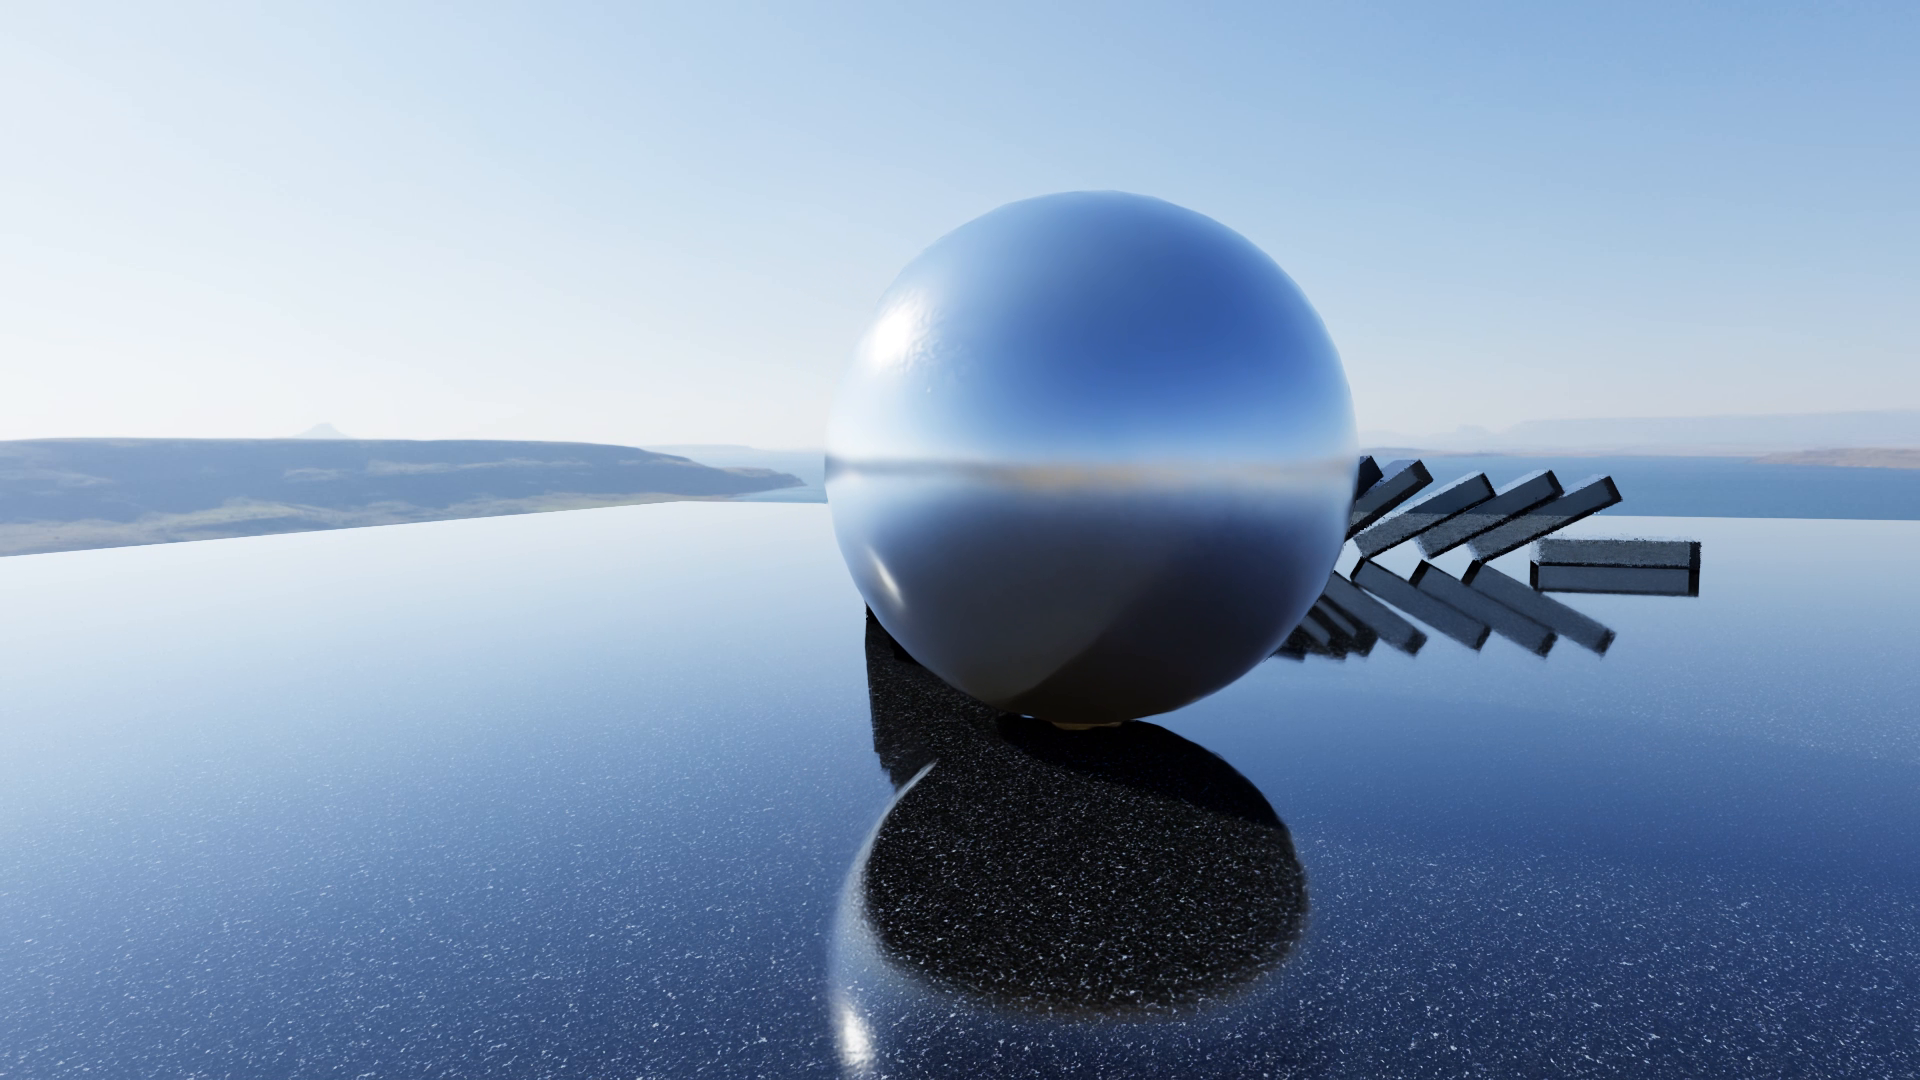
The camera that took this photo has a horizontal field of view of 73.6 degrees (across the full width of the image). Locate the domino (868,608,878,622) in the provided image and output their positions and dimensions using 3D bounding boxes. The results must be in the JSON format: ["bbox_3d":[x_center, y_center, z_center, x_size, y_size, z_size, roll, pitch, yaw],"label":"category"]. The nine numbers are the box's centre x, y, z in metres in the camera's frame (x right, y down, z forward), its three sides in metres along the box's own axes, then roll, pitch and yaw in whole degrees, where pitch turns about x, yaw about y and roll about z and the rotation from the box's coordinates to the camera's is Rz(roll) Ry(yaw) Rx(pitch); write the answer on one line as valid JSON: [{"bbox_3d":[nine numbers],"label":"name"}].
[{"bbox_3d":[-0.009,-0.003,0.318,0.025,0.050,0.009,1,-39,1],"label":"domino"}]

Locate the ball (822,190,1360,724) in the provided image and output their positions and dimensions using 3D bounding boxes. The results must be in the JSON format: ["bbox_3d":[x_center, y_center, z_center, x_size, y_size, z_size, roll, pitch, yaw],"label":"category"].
[{"bbox_3d":[0.019,-0.012,0.196,0.080,0.080,0.080,0,4,0],"label":"ball"}]

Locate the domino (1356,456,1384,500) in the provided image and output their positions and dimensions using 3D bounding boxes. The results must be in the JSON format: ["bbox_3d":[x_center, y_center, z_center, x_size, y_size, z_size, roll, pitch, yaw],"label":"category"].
[{"bbox_3d":[0.132,-0.013,0.481,0.050,0.010,0.025,-38,12,-16],"label":"domino"}]

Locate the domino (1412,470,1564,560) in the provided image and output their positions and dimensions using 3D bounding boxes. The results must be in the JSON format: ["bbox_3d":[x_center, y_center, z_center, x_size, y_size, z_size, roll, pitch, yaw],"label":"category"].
[{"bbox_3d":[0.190,-0.009,0.465,0.050,0.010,0.025,-29,-3,13],"label":"domino"}]

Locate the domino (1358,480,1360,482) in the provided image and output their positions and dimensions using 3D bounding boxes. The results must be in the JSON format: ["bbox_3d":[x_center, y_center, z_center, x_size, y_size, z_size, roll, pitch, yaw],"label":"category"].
[{"bbox_3d":[0.118,-0.011,0.463,0.050,0.010,0.025,-40,21,-21],"label":"domino"}]

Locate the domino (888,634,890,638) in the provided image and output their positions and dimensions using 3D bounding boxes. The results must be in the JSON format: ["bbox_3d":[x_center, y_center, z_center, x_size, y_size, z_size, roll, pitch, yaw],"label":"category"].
[{"bbox_3d":[-0.003,-0.001,0.292,0.025,0.050,0.010,0,-38,0],"label":"domino"}]

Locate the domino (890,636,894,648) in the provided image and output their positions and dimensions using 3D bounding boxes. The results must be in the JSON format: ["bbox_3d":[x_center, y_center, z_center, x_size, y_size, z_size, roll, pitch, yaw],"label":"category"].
[{"bbox_3d":[-0.002,0.000,0.279,0.025,0.050,0.010,0,-38,0],"label":"domino"}]

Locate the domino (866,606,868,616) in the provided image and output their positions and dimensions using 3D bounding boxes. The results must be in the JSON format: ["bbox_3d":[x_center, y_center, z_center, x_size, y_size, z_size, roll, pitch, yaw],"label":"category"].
[{"bbox_3d":[-0.011,-0.003,0.331,0.025,0.050,0.010,0,-40,0],"label":"domino"}]

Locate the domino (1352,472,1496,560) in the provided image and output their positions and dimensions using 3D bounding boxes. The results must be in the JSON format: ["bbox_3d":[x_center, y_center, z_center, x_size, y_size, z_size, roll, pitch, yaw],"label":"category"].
[{"bbox_3d":[0.170,-0.009,0.472,0.050,0.010,0.025,-29,-3,15],"label":"domino"}]

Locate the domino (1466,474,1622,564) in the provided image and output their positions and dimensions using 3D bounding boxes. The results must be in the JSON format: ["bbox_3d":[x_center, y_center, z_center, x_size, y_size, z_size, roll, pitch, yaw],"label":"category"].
[{"bbox_3d":[0.207,-0.008,0.459,0.050,0.010,0.025,-28,-3,15],"label":"domino"}]

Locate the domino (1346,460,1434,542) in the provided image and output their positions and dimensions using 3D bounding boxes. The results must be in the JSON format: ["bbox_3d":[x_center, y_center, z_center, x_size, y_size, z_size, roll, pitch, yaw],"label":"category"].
[{"bbox_3d":[0.150,-0.012,0.483,0.050,0.010,0.025,-35,3,0],"label":"domino"}]

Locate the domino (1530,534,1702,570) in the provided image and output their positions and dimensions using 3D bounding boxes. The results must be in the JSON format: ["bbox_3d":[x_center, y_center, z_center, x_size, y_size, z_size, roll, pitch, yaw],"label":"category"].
[{"bbox_3d":[0.230,0.004,0.452,0.050,0.010,0.025,1,5,18],"label":"domino"}]

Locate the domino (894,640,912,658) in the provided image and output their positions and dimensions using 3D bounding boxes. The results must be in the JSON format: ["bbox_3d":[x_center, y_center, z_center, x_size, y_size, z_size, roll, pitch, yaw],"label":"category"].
[{"bbox_3d":[0.000,0.001,0.266,0.025,0.050,0.010,0,-38,0],"label":"domino"}]
